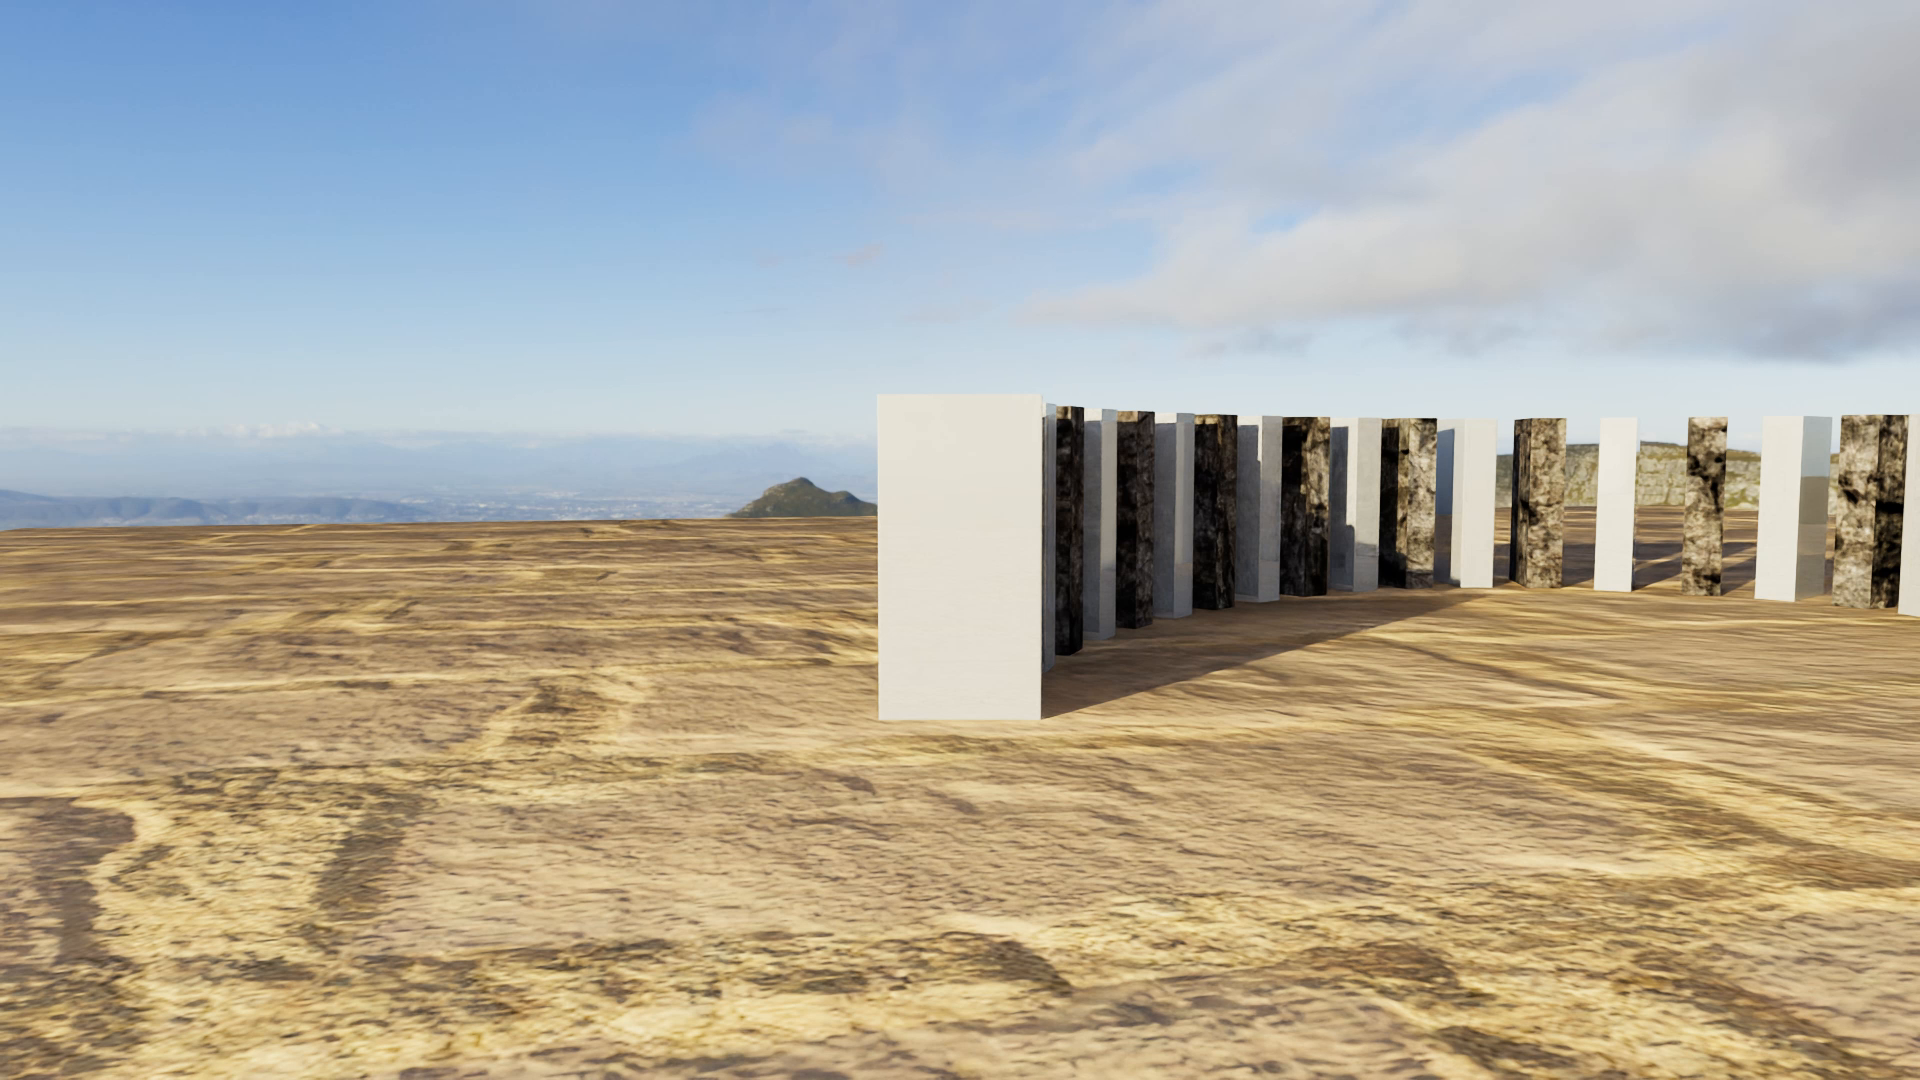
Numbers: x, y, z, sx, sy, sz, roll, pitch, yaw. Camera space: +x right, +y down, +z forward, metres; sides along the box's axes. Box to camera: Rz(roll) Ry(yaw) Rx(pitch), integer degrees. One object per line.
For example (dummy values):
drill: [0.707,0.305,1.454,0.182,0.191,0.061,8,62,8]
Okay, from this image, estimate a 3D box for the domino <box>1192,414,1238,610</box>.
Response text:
domino: [0.059,-0.008,0.339,0.025,0.050,0.009,4,6,43]

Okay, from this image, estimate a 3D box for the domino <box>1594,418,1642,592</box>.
domino: [0.195,-0.011,0.380,0.010,0.050,0.025,2,5,30]

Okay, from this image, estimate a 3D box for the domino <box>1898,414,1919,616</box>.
domino: [0.249,-0.006,0.317,0.025,0.050,0.010,0,4,-3]

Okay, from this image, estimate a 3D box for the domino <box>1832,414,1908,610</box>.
domino: [0.244,-0.008,0.338,0.025,0.050,0.009,-2,5,-24]

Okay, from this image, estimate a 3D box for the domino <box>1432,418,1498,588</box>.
domino: [0.153,-0.012,0.391,0.010,0.050,0.025,0,4,-1]

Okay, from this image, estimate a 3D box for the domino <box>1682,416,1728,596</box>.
domino: [0.214,-0.010,0.370,0.010,0.050,0.025,2,5,29]

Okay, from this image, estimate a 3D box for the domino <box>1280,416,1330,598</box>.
domino: [0.092,-0.010,0.368,0.010,0.050,0.025,-3,5,-35]

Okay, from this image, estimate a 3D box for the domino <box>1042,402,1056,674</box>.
domino: [0.005,-0.001,0.244,0.025,0.050,0.009,1,4,16]

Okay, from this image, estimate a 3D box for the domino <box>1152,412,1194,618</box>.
domino: [0.045,-0.007,0.322,0.025,0.050,0.010,3,5,38]

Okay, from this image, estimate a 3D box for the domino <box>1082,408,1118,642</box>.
domino: [0.021,-0.004,0.285,0.025,0.050,0.010,2,5,27]

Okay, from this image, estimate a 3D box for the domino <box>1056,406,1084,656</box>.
domino: [0.012,-0.002,0.265,0.025,0.050,0.009,2,5,22]

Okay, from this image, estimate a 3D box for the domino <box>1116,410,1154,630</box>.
domino: [0.032,-0.005,0.304,0.025,0.050,0.009,3,5,33]

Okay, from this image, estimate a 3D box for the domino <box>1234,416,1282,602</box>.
domino: [0.075,-0.009,0.354,0.010,0.050,0.025,-4,6,-42]

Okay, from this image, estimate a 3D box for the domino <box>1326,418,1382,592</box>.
domino: [0.111,-0.011,0.379,0.009,0.050,0.025,-2,5,-28]

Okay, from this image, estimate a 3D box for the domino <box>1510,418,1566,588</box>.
domino: [0.175,-0.012,0.389,0.009,0.050,0.025,1,4,12]

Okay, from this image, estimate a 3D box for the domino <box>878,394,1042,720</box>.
domino: [0.000,0.002,0.201,0.025,0.050,0.009,0,4,0]

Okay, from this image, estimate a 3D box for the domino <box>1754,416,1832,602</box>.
domino: [0.232,-0.009,0.356,0.025,0.050,0.010,-4,6,-41]

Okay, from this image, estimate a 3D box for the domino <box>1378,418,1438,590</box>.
domino: [0.131,-0.012,0.388,0.009,0.050,0.025,-1,5,-18]
